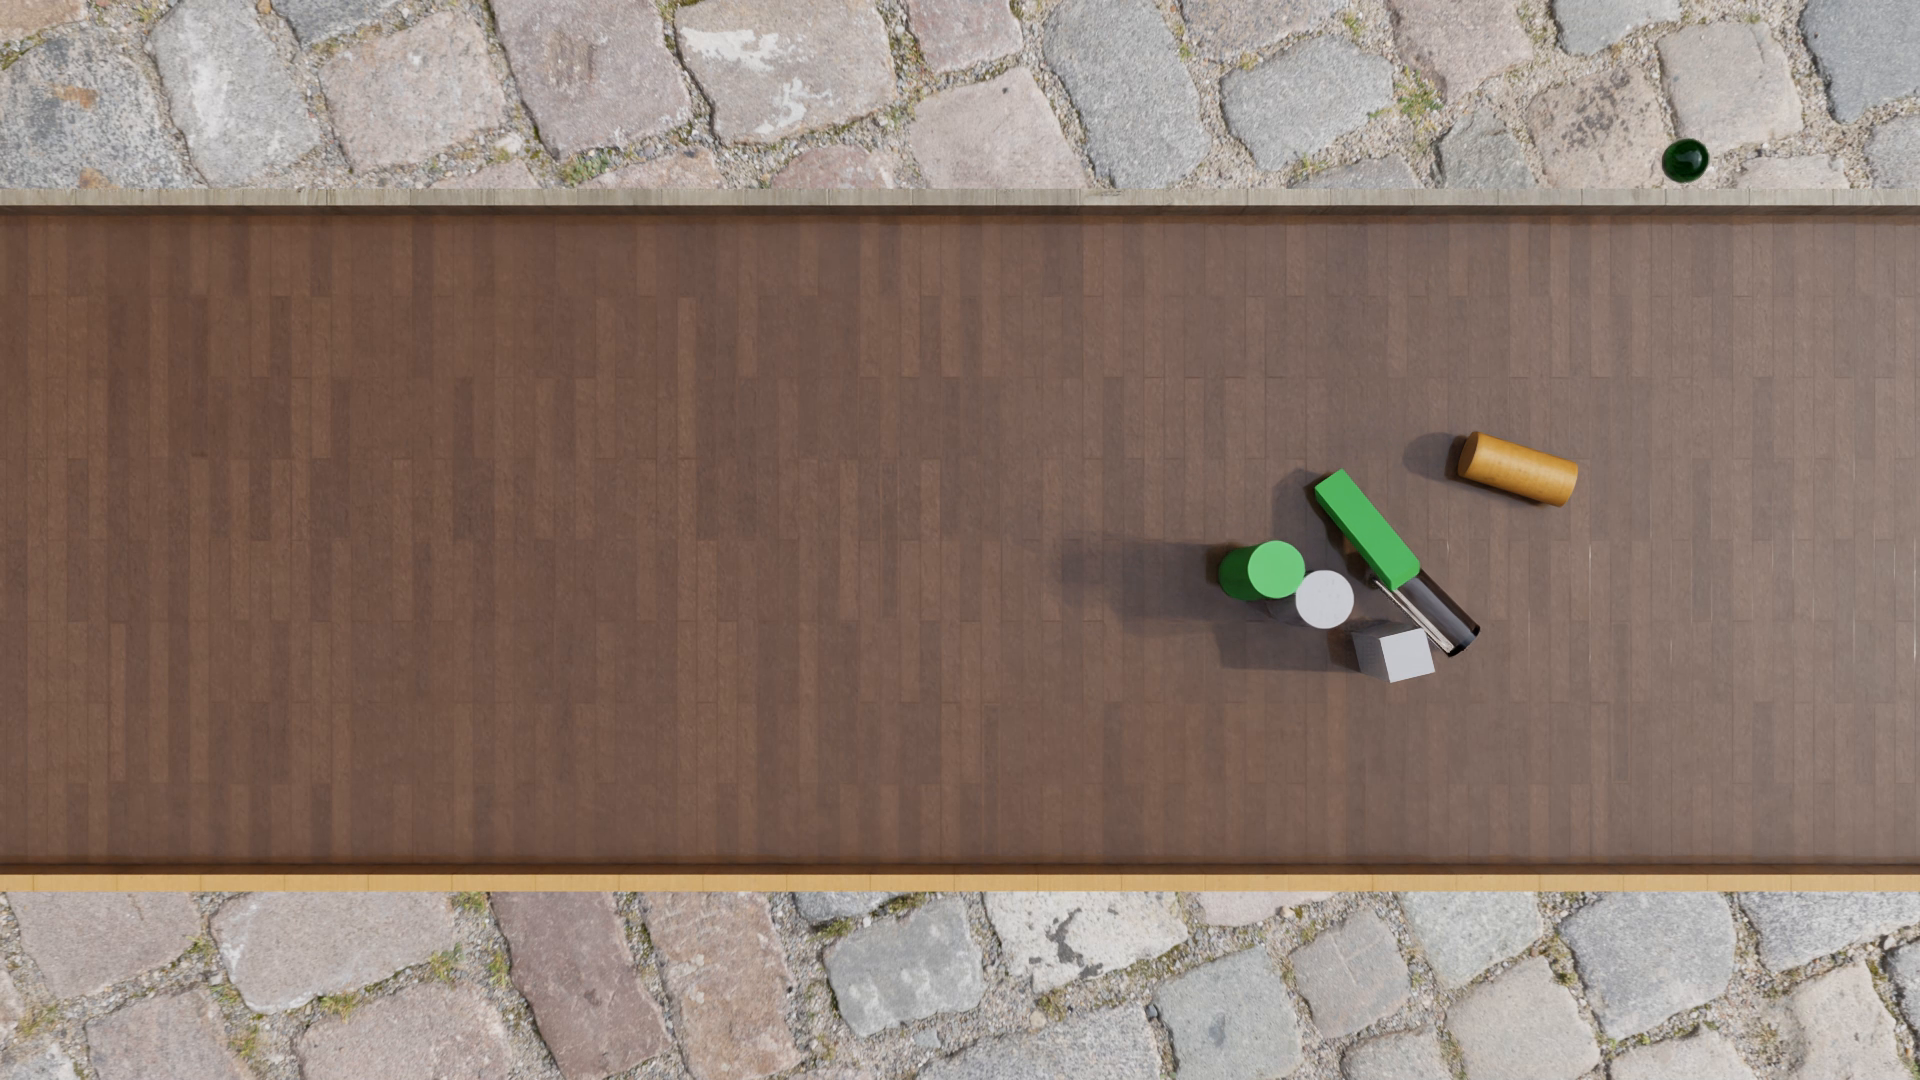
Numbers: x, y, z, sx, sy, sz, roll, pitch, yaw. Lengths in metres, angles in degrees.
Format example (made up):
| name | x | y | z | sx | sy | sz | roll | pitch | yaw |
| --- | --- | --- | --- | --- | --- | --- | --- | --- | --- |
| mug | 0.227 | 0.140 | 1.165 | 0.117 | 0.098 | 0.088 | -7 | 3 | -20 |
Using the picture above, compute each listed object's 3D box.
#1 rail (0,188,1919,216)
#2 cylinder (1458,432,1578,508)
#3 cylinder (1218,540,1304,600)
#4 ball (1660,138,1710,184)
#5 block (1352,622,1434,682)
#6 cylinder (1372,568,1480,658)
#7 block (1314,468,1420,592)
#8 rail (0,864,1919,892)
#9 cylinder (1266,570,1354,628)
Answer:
| name | x | y | z | sx | sy | sz | roll | pitch | yaw |
| --- | --- | --- | --- | --- | --- | --- | --- | --- | --- |
| rail | -2.247 | -1.025 | 5.002 | 12.000 | 0.150 | 0.050 | 0 | 90 | 0 |
| cylinder | 1.691 | -0.215 | 5.004 | 0.314 | 0.144 | 0.144 | 17 | 90 | 0 |
| cylinder | 0.883 | 0.094 | 4.857 | 0.162 | 0.430 | 0.162 | 0 | 87 | -2 |
| ball | 3.820 | -1.997 | 8.687 | 0.236 | 0.236 | 0.236 | 0 | 90 | 0 |
| block | 1.283 | 0.330 | 4.903 | 0.132 | 0.347 | 0.132 | -14 | 90 | 0 |
| cylinder | 1.416 | 0.195 | 5.011 | 0.325 | 0.131 | 0.131 | 45 | 90 | 0 |
| block | 1.220 | -0.031 | 4.952 | 0.101 | 0.101 | 0.374 | -34 | 65 | 0 |
| rail | -2.247 | 1.025 | 5.001 | 12.000 | 0.150 | 0.050 | 0 | 90 | 0 |
| cylinder | 1.027 | 0.173 | 4.873 | 0.166 | 0.401 | 0.166 | 0 | 89 | -2 |
